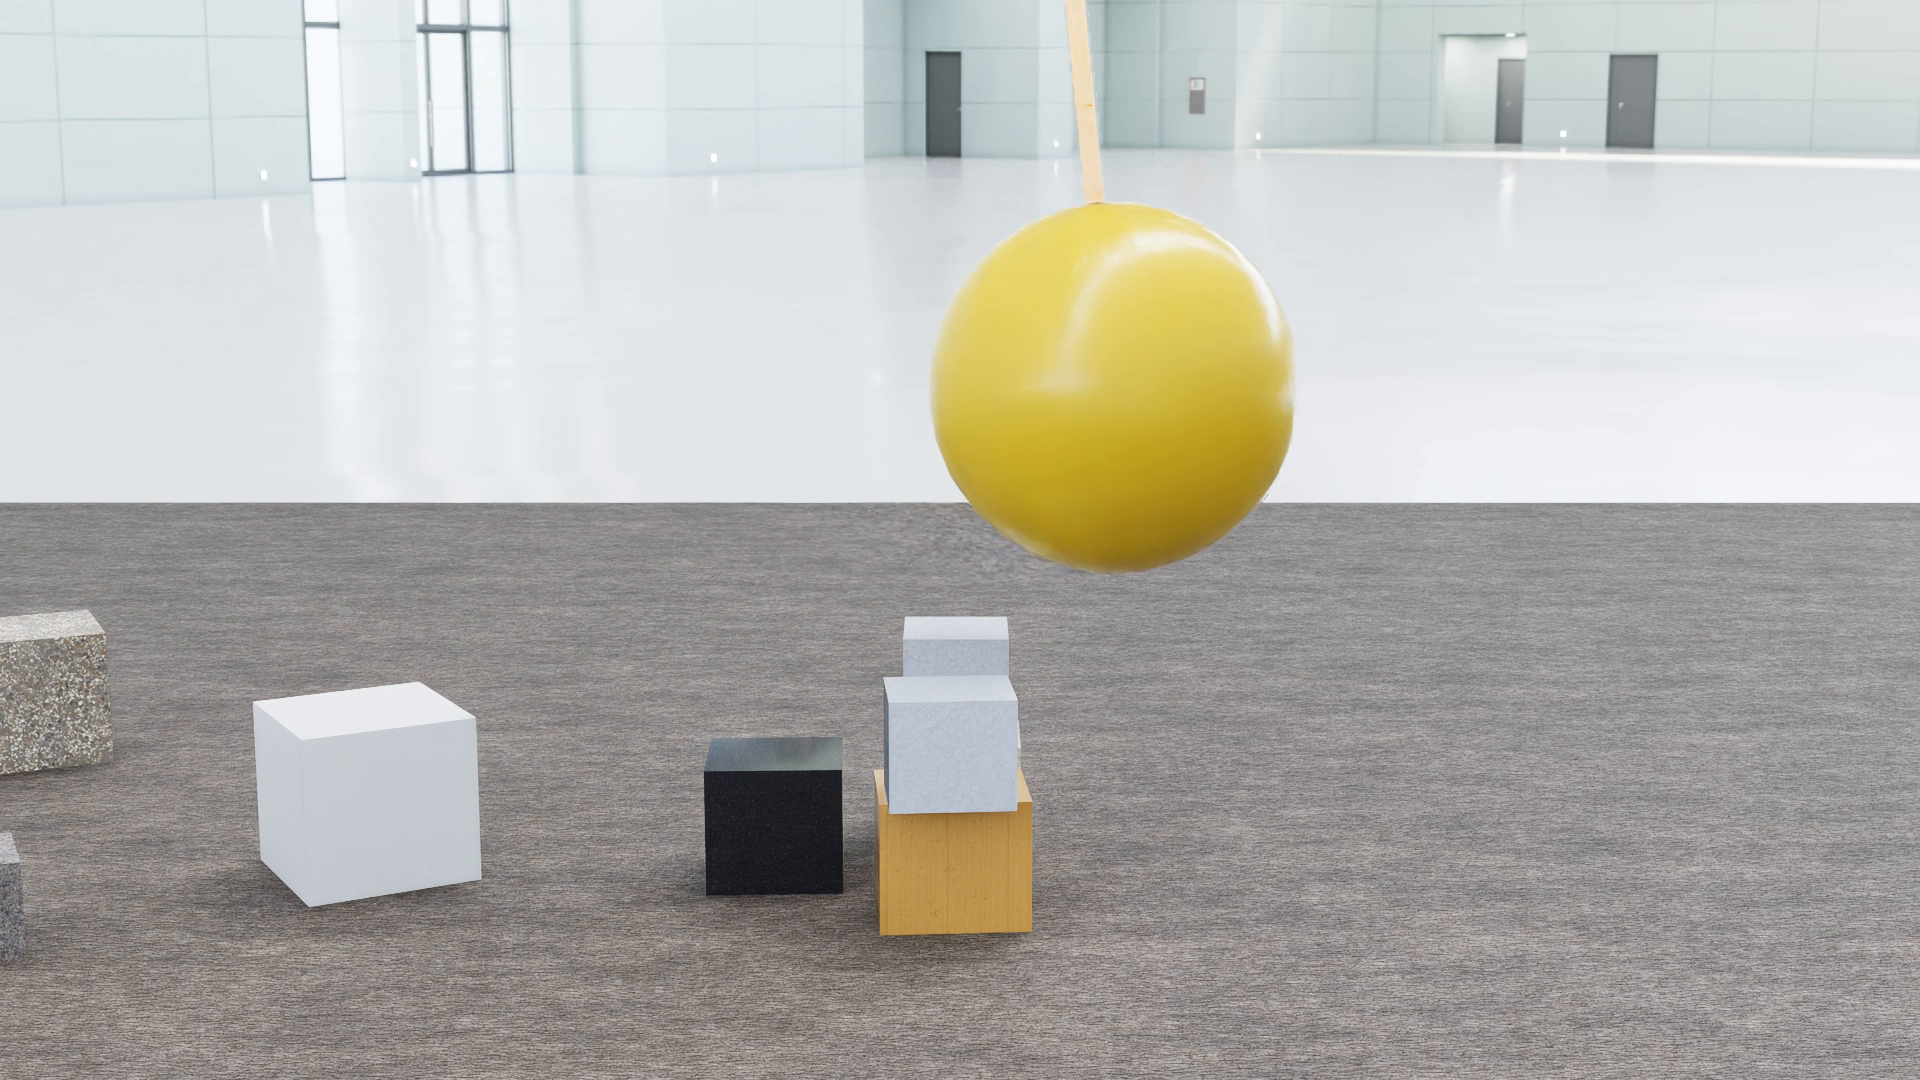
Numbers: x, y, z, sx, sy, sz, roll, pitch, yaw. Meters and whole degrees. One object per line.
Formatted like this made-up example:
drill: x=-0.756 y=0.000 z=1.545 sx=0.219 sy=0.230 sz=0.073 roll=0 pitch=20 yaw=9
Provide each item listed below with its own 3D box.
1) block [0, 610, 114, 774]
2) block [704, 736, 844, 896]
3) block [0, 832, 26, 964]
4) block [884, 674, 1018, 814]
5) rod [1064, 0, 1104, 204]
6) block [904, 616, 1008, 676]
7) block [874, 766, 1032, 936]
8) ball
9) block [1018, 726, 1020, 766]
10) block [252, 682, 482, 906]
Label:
block: x=-4.799 y=0.784 z=13.356 sx=0.624 sy=0.679 sz=0.649 roll=-5 pitch=11 yaw=-26
block: x=-0.813 y=1.213 z=11.341 sx=0.593 sy=0.555 sz=0.559 roll=0 pitch=10 yaw=-2
block: x=-4.021 y=1.463 z=10.381 sx=0.400 sy=0.408 sz=0.450 roll=-5 pitch=11 yaw=-24
block: x=-0.044 y=0.836 z=10.556 sx=0.520 sy=0.462 sz=0.438 roll=-1 pitch=10 yaw=-4
rod: x=0.286 y=-3.979 z=10.457 sx=0.080 sy=5.200 sz=0.080 roll=-6 pitch=10 yaw=1
block: x=-0.019 y=0.647 z=11.925 sx=0.480 sy=0.490 sz=0.488 roll=0 pitch=10 yaw=0
block: x=-0.036 y=1.305 z=10.826 sx=0.630 sy=0.558 sz=0.538 roll=-1 pitch=10 yaw=-4
ball: x=0.661 y=-0.655 z=11.061 sx=1.600 sy=1.600 sz=1.600 roll=0 pitch=10 yaw=0
block: x=0.012 y=1.137 z=11.955 sx=0.529 sy=0.485 sz=0.515 roll=0 pitch=10 yaw=0
block: x=-2.638 y=1.111 z=11.402 sx=0.768 sy=0.735 sz=0.776 roll=-6 pitch=12 yaw=-29
